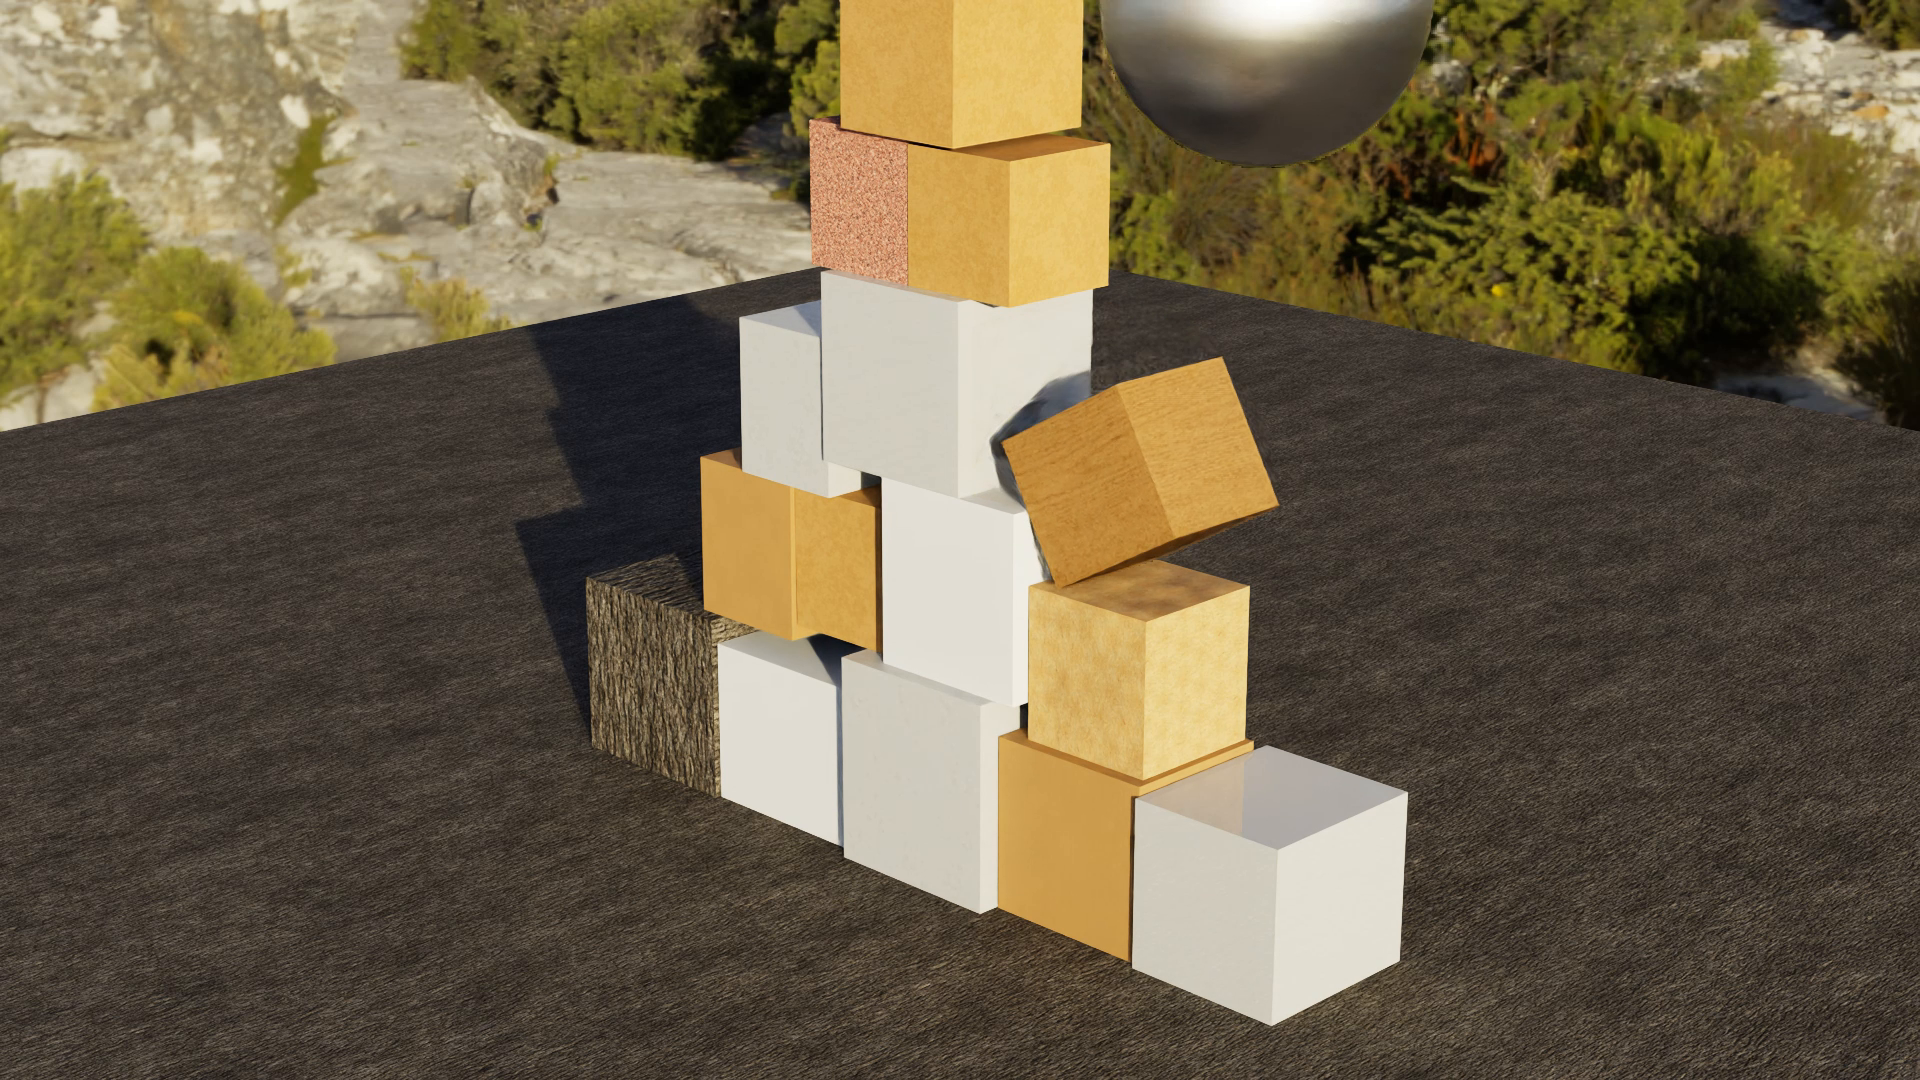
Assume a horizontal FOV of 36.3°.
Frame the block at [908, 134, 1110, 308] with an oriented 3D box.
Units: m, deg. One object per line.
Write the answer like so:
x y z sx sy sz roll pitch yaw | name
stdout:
0.210 -1.402 12.655 0.619 0.620 0.610 -17 24 -42 | block

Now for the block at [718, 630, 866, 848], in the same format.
-0.530 0.888 14.196 0.850 0.794 0.954 -17 24 -42 | block

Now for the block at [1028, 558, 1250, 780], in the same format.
0.773 0.536 12.730 0.670 0.707 0.672 -17 24 -42 | block

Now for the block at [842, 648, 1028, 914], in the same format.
0.110 0.999 13.520 0.947 0.987 0.889 -17 24 -42 | block

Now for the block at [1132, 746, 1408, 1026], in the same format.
1.312 1.446 12.442 0.865 0.781 0.765 -17 24 -42 | block

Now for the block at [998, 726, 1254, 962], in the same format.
0.727 1.262 12.965 0.750 0.819 0.825 -17 24 -42 | block

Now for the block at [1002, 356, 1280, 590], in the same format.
0.764 -0.284 12.470 0.671 0.677 0.750 -17 -6 -43 | block

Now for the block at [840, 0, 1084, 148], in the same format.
0.009 -2.156 12.666 0.791 0.749 0.689 -17 25 -42 | block

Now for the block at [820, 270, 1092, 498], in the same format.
-0.014 -0.774 13.142 0.846 0.869 0.861 -17 24 -42 | block

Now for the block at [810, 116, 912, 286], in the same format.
-0.209 -1.556 13.093 0.676 0.651 0.618 -17 24 -42 | block

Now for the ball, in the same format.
1.467 -2.596 14.063 1.600 1.600 1.600 0 17 0 | ball

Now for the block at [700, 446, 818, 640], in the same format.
-0.761 -0.037 14.142 0.717 0.770 0.640 -17 24 -42 | block

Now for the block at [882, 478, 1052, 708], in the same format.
0.232 0.137 13.154 0.824 0.876 0.814 -17 24 -42 | block

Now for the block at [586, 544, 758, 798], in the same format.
-1.219 0.626 14.834 0.899 0.911 0.973 -17 24 -42 | block

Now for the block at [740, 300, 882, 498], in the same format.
-0.555 -0.685 13.689 0.716 0.743 0.599 -17 24 -42 | block

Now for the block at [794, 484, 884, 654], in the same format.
-0.293 0.067 13.693 0.676 0.689 0.661 -17 24 -42 | block
